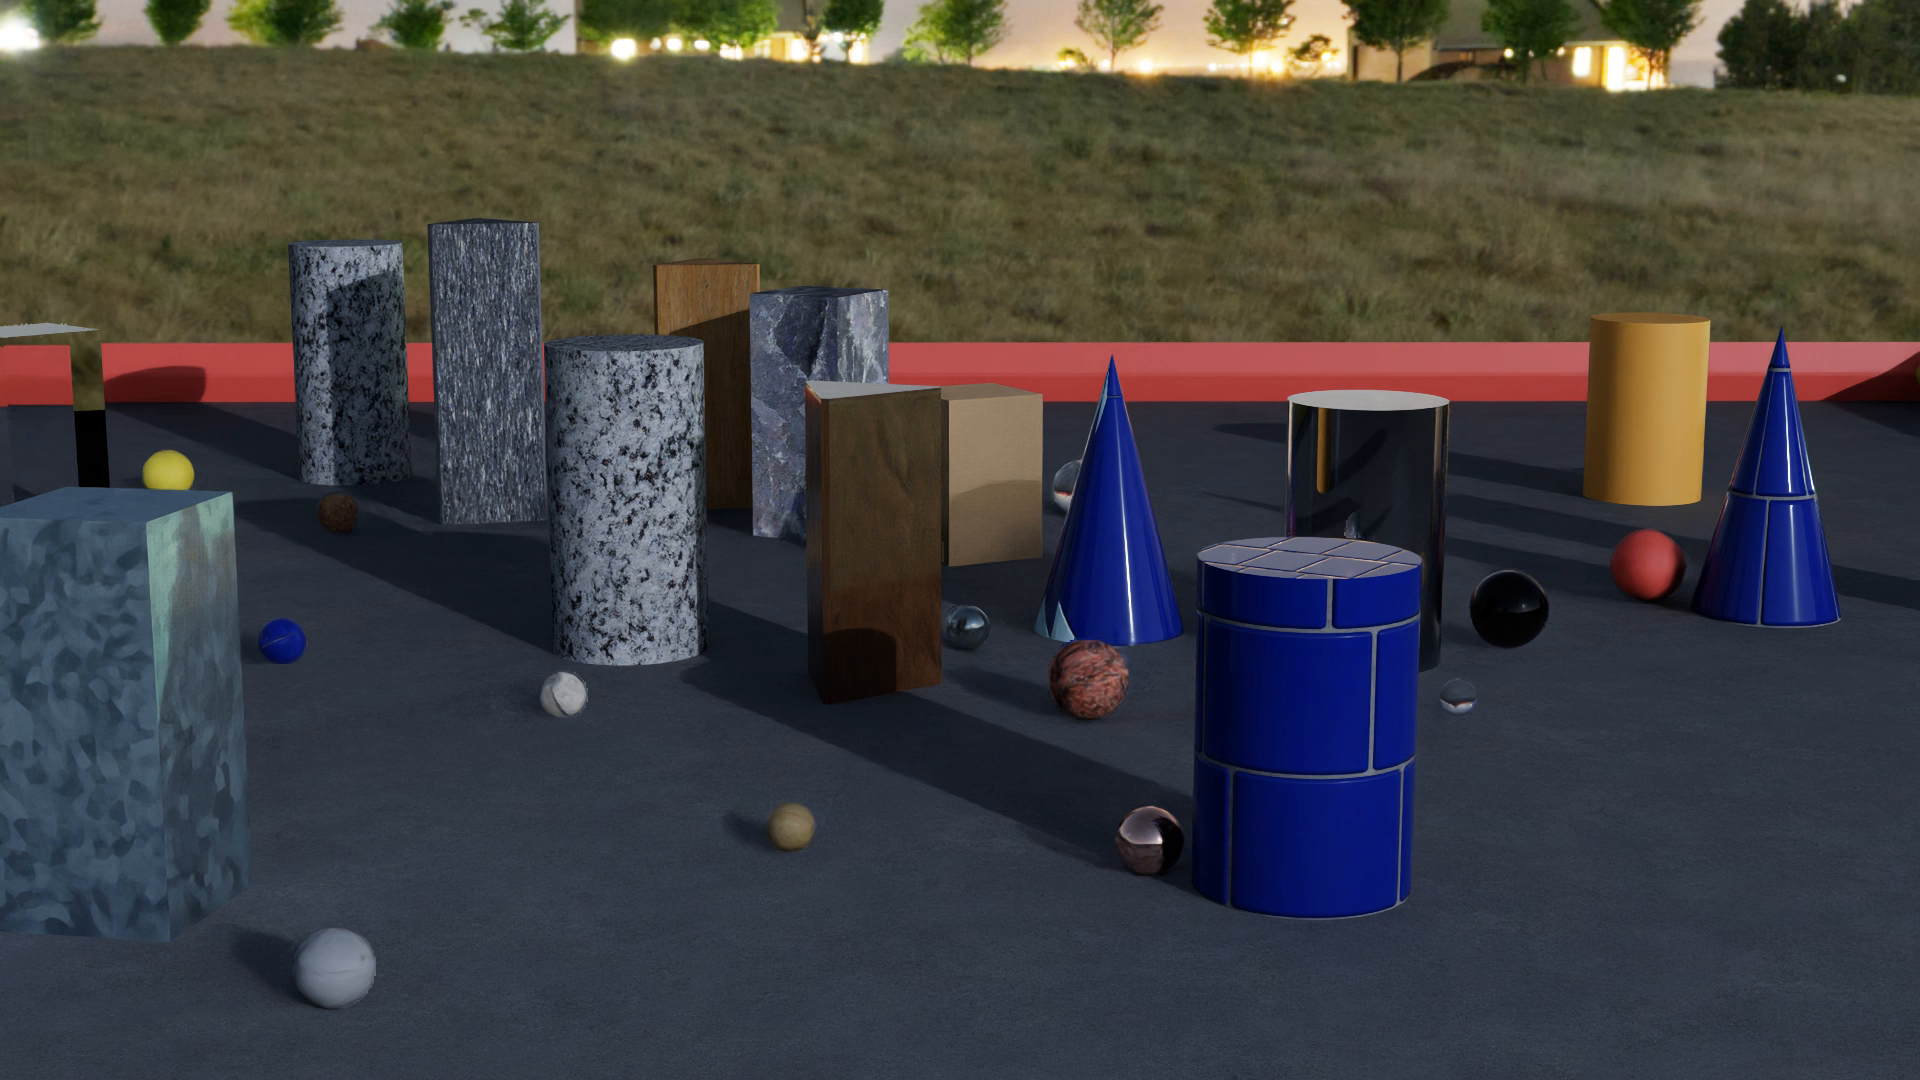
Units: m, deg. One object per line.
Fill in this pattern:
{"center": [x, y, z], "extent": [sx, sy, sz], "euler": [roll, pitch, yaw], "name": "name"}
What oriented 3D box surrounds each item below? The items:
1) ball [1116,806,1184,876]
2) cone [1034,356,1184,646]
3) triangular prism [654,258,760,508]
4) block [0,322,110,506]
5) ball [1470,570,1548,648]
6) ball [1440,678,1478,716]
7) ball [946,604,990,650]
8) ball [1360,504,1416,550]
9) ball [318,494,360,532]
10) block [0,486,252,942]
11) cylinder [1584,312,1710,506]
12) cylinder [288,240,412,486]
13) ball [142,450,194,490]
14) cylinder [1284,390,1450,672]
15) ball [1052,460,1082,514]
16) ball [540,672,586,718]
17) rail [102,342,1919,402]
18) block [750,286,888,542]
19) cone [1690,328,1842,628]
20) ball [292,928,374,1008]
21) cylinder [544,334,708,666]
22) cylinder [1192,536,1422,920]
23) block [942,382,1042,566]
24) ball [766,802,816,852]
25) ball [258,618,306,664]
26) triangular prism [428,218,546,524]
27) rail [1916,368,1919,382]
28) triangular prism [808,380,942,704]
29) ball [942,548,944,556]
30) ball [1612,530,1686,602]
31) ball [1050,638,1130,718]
{"center": [0.172, 0.273, 2.334], "extent": [0.063, 0.063, 0.063], "euler": [0, 11, 0], "name": "ball"}
{"center": [0.195, -0.061, 3.321], "extent": [0.196, 0.361, 0.196], "euler": [0, 11, 0], "name": "cone"}
{"center": [-0.425, -0.264, 4.297], "extent": [0.170, 0.404, 0.147], "euler": [-2, 11, -8], "name": "triangular prism"}
{"center": [-1.424, -0.159, 3.943], "extent": [0.157, 0.327, 0.157], "euler": [9, 14, 41], "name": "block"}
{"center": [0.693, 0.087, 3.242], "extent": [0.098, 0.098, 0.098], "euler": [0, 11, 0], "name": "ball"}
{"center": [0.565, 0.178, 2.908], "extent": [0.041, 0.041, 0.041], "euler": [0, 11, 0], "name": "ball"}
{"center": [0.010, 0.110, 3.235], "extent": [0.056, 0.056, 0.056], "euler": [0, 11, 0], "name": "ball"}
{"center": [0.638, -0.013, 3.826], "extent": [0.082, 0.082, 0.082], "euler": [0, 11, 0], "name": "ball"}
{"center": [-0.979, -0.043, 4.042], "extent": [0.062, 0.062, 0.062], "euler": [0, 11, 0], "name": "ball"}
{"center": [-0.727, 0.145, 2.214], "extent": [0.157, 0.358, 0.157], "euler": [2, 11, 10], "name": "block"}
{"center": [1.166, -0.225, 4.359], "extent": [0.196, 0.305, 0.196], "euler": [0, 11, 0], "name": "cylinder"}
{"center": [-1.081, -0.318, 4.552], "extent": [0.196, 0.417, 0.196], "euler": [0, 11, 0], "name": "cylinder"}
{"center": [-1.342, -0.111, 4.345], "extent": [0.084, 0.084, 0.084], "euler": [0, 11, 0], "name": "ball"}
{"center": [0.498, -0.012, 3.159], "extent": [0.196, 0.323, 0.196], "euler": [0, 11, 0], "name": "cylinder"}
{"center": [0.195, -0.084, 4.187], "extent": [0.091, 0.091, 0.091], "euler": [0, 11, 0], "name": "ball"}
{"center": [-0.448, 0.175, 2.895], "extent": [0.052, 0.052, 0.052], "euler": [0, 11, 0], "name": "ball"}
{"center": [-0.012, -0.363, 5.581], "extent": [4.268, 0.127, 0.045], "euler": [0, 11, 0], "name": "rail"}
{"center": [-0.218, -0.199, 4.014], "extent": [0.157, 0.379, 0.157], "euler": [6, 12, 28], "name": "block"}
{"center": [1.084, -0.093, 3.420], "extent": [0.196, 0.388, 0.196], "euler": [0, 11, 0], "name": "cone"}
{"center": [-0.490, 0.334, 2.006], "extent": [0.062, 0.062, 0.062], "euler": [0, 11, 0], "name": "ball"}
{"center": [-0.416, -0.054, 3.211], "extent": [0.196, 0.387, 0.196], "euler": [0, 11, 0], "name": "cylinder"}
{"center": [0.307, 0.162, 2.282], "extent": [0.196, 0.300, 0.196], "euler": [0, 11, 0], "name": "cylinder"}
{"center": [0.017, -0.101, 3.851], "extent": [0.157, 0.246, 0.157], "euler": [-6, 12, -28], "name": "block"}
{"center": [-0.159, 0.269, 2.404], "extent": [0.047, 0.047, 0.047], "euler": [0, 11, 0], "name": "ball"}
{"center": [-0.834, 0.124, 3.155], "extent": [0.057, 0.057, 0.057], "euler": [0, 11, 0], "name": "ball"}
{"center": [-0.770, -0.277, 4.161], "extent": [0.170, 0.479, 0.147], "euler": [-3, 11, -14], "name": "triangular prism"}
{"center": [2.110, 0.031, 3.461], "extent": [0.045, 0.127, 4.385], "euler": [0, 11, 0], "name": "rail"}
{"center": [-0.134, -0.005, 3.034], "extent": [0.170, 0.355, 0.147], "euler": [-9, 14, -39], "name": "triangular prism"}
{"center": [-0.047, 0.017, 3.764], "extent": [0.045, 0.045, 0.045], "euler": [0, 11, 0], "name": "ball"}
{"center": [0.946, 0.036, 3.522], "extent": [0.097, 0.097, 0.097], "euler": [0, 11, 0], "name": "ball"}
{"center": [0.146, 0.156, 2.890], "extent": [0.090, 0.090, 0.090], "euler": [0, 11, 0], "name": "ball"}
